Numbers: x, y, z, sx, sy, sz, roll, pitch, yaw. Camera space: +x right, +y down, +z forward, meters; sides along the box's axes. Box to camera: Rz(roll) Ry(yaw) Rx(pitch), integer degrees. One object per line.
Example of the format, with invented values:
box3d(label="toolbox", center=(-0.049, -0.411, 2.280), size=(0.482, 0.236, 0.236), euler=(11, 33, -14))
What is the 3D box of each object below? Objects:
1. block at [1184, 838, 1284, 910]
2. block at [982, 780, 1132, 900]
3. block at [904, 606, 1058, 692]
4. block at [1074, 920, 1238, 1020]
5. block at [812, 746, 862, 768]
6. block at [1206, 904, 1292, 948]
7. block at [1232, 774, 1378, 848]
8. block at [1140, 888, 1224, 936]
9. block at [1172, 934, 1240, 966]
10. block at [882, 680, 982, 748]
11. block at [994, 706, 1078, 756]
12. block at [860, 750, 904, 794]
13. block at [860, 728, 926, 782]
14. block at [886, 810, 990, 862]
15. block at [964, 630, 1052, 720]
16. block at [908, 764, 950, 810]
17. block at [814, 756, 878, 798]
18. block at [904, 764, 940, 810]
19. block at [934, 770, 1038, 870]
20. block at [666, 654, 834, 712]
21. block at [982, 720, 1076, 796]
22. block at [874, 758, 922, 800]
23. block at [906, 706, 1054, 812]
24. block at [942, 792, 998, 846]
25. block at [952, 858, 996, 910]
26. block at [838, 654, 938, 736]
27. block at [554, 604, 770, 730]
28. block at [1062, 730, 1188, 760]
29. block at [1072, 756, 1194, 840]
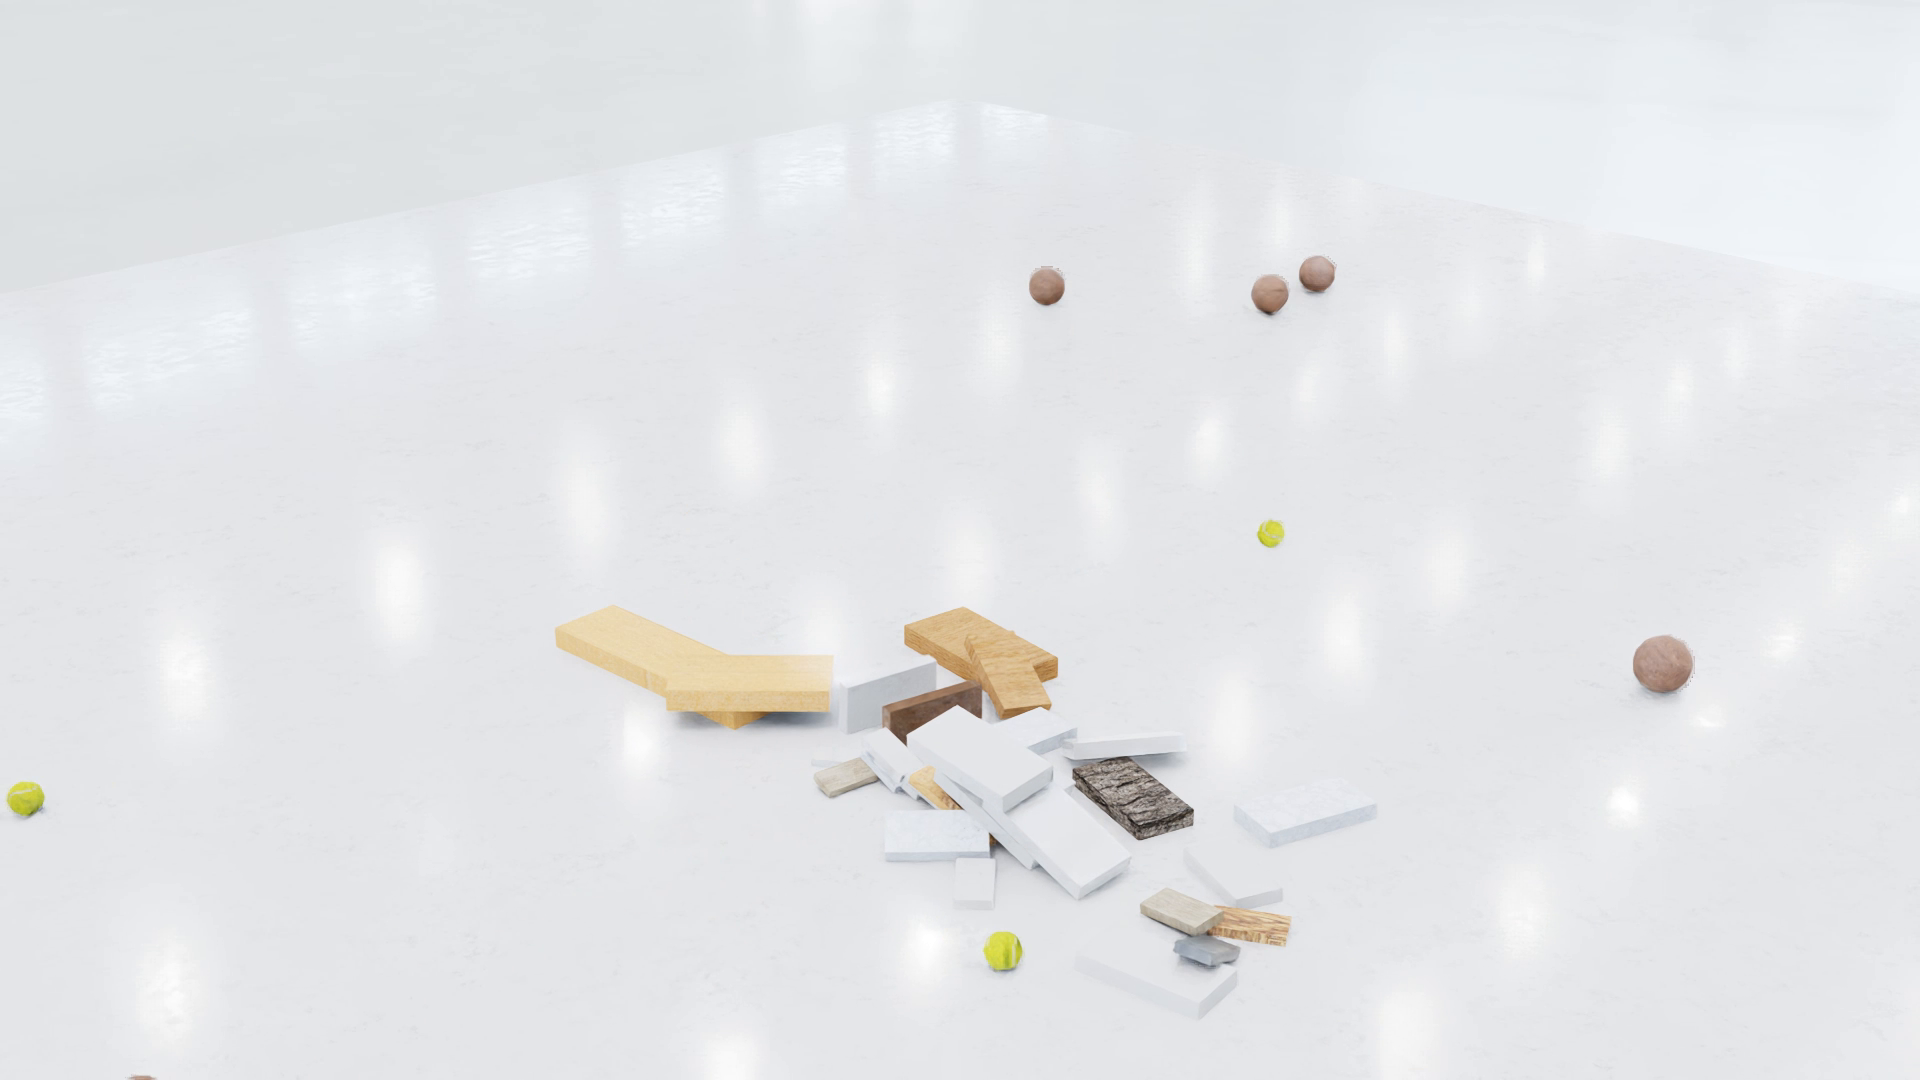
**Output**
box3d(label="block", center=(0.522, 0.640, 4.215), size=(0.101, 0.029, 0.202), euler=(-10, 25, -21))
box3d(label="block", center=(0.186, 0.562, 4.248), size=(0.137, 0.039, 0.275), euler=(-26, 54, -34))
box3d(label="block", center=(0.046, 0.257, 5.092), size=(0.176, 0.050, 0.353), euler=(-17, 28, -34))
box3d(label="block", center=(0.348, 0.764, 3.913), size=(0.259, 0.037, 0.130), euler=(16, 28, 34))
box3d(label="block", center=(-0.247, 0.462, 4.649), size=(0.122, 0.017, 0.061), euler=(5, 23, 11))
box3d(label="block", center=(0.534, 0.711, 4.057), size=(0.146, 0.021, 0.073), euler=(6, 24, 15))
box3d(label="block", center=(0.695, 0.546, 4.427), size=(0.259, 0.037, 0.130), euler=(-11, 25, -25))
box3d(label="block", center=(0.411, 0.689, 4.078), size=(0.073, 0.021, 0.146), euler=(-24, 25, -35))
box3d(label="block", center=(0.442, 0.732, 3.929), size=(0.073, 0.021, 0.146), euler=(16, 2, 27))
box3d(label="block", center=(-0.058, 0.384, 4.706), size=(0.233, 0.117, 0.033), euler=(-14, 27, -30))
box3d(label="block", center=(0.117, 0.430, 4.704), size=(0.251, 0.034, 0.121), euler=(-18, 29, -36))
box3d(label="block", center=(-0.147, 0.473, 4.577), size=(0.061, 0.017, 0.122), euler=(-17, 46, -35))
box3d(label="block", center=(-0.140, 0.444, 4.555), size=(0.066, 0.019, 0.131), euler=(-20, 48, -37))
box3d(label="block", center=(-0.045, 0.579, 4.312), size=(0.203, 0.029, 0.101), euler=(-1, 45, -1))
box3d(label="block", center=(0.106, 0.299, 4.898), size=(0.117, 0.033, 0.233), euler=(-5, 44, -24))
box3d(label="block", center=(-0.025, 0.512, 4.456), size=(0.149, 0.021, 0.075), euler=(36, 40, 29))
box3d(label="block", center=(-0.236, 0.490, 4.558), size=(0.122, 0.017, 0.061), euler=(-17, 46, -33))
box3d(label="block", center=(-0.046, 0.512, 4.488), size=(0.066, 0.019, 0.131), euler=(-21, 45, -40))
box3d(label="block", center=(0.093, 0.517, 4.336), size=(0.137, 0.039, 0.275), euler=(-30, 59, -36))
box3d(label="block", center=(-0.458, 0.313, 4.831), size=(0.353, 0.050, 0.176), euler=(0, 23, 0))
box3d(label="block", center=(0.107, 0.457, 4.483), size=(0.241, 0.034, 0.121), euler=(33, 24, 20))
box3d(label="block", center=(-0.109, 0.480, 4.549), size=(0.066, 0.019, 0.131), euler=(-23, 50, -39))
box3d(label="block", center=(0.038, 0.428, 4.331), size=(0.137, 0.039, 0.275), euler=(-28, 41, -34))
box3d(label="block", center=(0.041, 0.545, 4.395), size=(0.075, 0.021, 0.149), euler=(-20, 47, -40))
box3d(label="block", center=(0.028, 0.655, 4.190), size=(0.075, 0.021, 0.149), euler=(1, 23, 3))
box3d(label="block", center=(-0.157, 0.338, 4.813), size=(0.233, 0.117, 0.033), euler=(-15, 30, -32))
box3d(label="block", center=(-0.661, 0.284, 5.028), size=(0.619, 0.050, 0.176), euler=(20, 30, 38))
box3d(label="block", center=(0.346, 0.433, 4.638), size=(0.241, 0.034, 0.121), euler=(-4, -1, -8))
box3d(label="block", center=(0.350, 0.523, 4.481), size=(0.130, 0.037, 0.259), euler=(-12, 26, -25))
